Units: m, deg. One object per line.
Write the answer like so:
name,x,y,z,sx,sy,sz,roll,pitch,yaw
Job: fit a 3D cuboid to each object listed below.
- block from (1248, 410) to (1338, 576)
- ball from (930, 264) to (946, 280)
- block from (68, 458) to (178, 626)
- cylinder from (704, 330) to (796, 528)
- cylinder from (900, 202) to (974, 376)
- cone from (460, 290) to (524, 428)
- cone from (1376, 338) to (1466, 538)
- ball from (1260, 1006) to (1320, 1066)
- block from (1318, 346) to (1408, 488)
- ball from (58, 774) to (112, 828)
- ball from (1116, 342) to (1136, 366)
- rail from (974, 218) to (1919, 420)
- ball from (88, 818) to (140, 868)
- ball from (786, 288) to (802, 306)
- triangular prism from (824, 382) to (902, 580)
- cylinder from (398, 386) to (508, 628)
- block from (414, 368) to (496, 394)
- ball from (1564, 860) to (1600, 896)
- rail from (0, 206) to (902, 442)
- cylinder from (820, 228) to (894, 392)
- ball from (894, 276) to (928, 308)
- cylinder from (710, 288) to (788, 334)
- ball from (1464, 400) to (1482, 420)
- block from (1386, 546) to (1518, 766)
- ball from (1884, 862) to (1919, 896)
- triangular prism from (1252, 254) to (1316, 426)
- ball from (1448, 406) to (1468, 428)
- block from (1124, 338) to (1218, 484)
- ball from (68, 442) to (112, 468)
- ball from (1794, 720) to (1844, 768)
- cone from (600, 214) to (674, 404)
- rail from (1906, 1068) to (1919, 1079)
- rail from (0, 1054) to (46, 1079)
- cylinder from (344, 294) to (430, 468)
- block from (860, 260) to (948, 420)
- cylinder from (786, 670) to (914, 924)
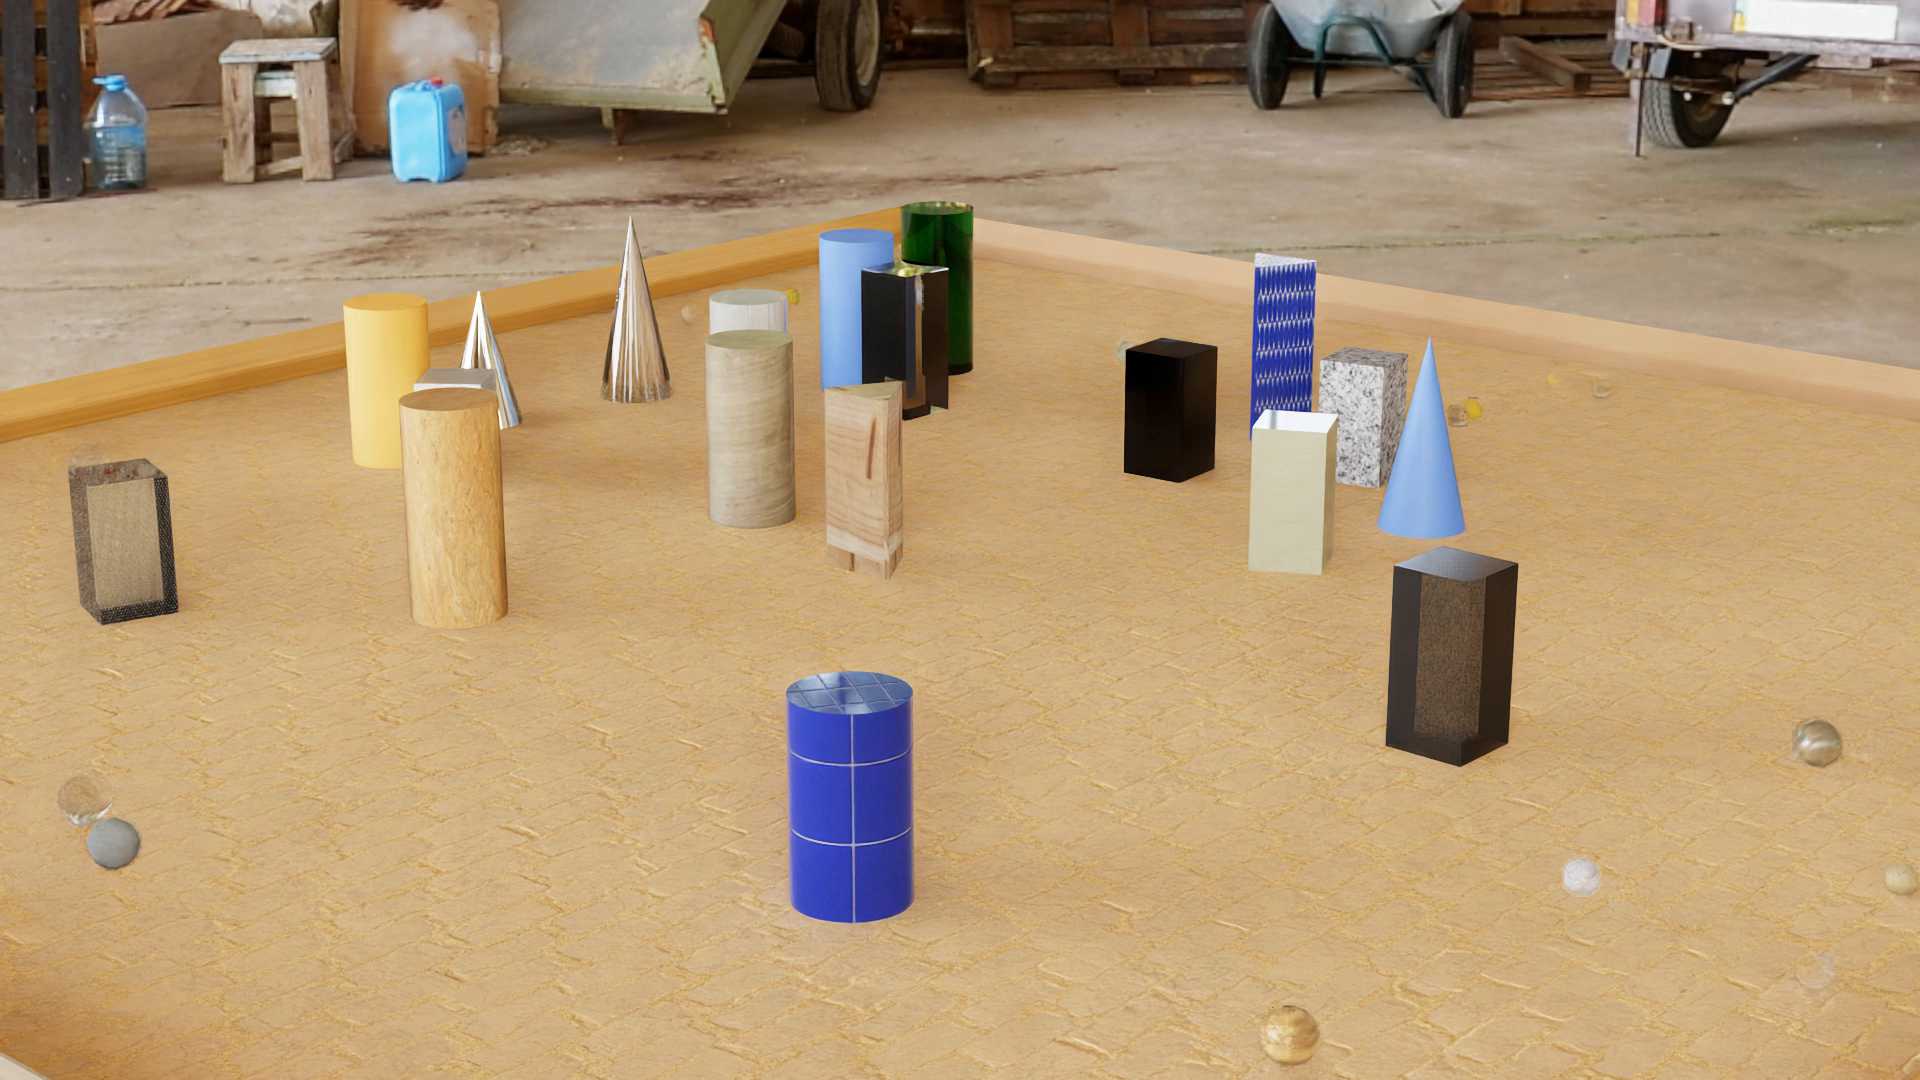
block,0.594,-0.086,5.230,0.131,0.261,0.131,5,18,15
ball,-0.058,-0.695,7.602,0.044,0.044,0.044,0,17,0
block,-1.419,0.002,4.975,0.131,0.242,0.131,-10,20,-30
cylinder,-0.392,-0.209,5.492,0.164,0.343,0.164,0,17,0
cylinder,-0.051,-0.568,6.629,0.164,0.369,0.164,0,17,0
cone,-1.009,-0.390,6.189,0.164,0.283,0.164,0,17,0
cone,0.862,-0.202,5.430,0.164,0.366,0.164,0,17,0
ball,0.382,0.574,3.394,0.069,0.069,0.069,0,17,0
block,0.792,-0.243,5.776,0.131,0.242,0.131,9,19,28
ball,-1.218,0.363,4.079,0.073,0.073,0.073,0,17,0
ball,0.383,-0.427,6.702,0.055,0.055,0.055,0,17,0
rail,1.425,-0.452,6.693,4.242,0.106,0.045,14,22,39
ball,-1.138,0.408,3.941,0.068,0.068,0.068,0,17,0
ball,-0.417,-0.607,7.315,0.042,0.042,0.042,0,17,0
triangular prism,-0.145,-0.112,5.208,0.142,0.325,0.123,14,22,37
cylinder,-0.851,-0.055,4.934,0.164,0.375,0.164,0,17,0
block,-0.987,-0.221,5.761,0.131,0.209,0.131,1,17,4
ball,0.818,0.444,3.858,0.047,0.047,0.047,0,17,0
rail,-1.584,-0.374,6.439,0.045,0.106,4.395,14,22,39
cylinder,-0.226,-0.499,6.445,0.164,0.344,0.164,0,17,0
ball,-0.121,-0.614,7.272,0.082,0.082,0.082,0,17,0
cylinder,-0.445,-0.383,6.193,0.164,0.267,0.164,0,17,0
ball,1.089,-0.276,6.230,0.042,0.042,0.042,0,17,0
block,0.729,0.171,4.349,0.131,0.283,0.131,15,22,40
ball,1.240,0.446,3.859,0.043,0.043,0.043,0,17,0
triangular prism,0.643,-0.405,6.098,0.142,0.366,0.123,-8,19,-23
ball,1.047,-0.258,6.167,0.044,0.044,0.044,0,17,0
block,0.417,-0.258,5.814,0.131,0.251,0.131,12,21,35
ball,-1.706,-0.150,5.749,0.081,0.081,0.081,0,17,0
ball,1.258,0.298,4.298,0.070,0.070,0.070,0,17,0
cone,-0.711,-0.515,6.390,0.164,0.405,0.164,0,17,0
rail,1.584,0.428,3.808,0.045,0.106,4.395,14,22,39
rail,-1.425,0.505,3.553,4.242,0.106,0.045,14,22,39
cylinder,-1.147,-0.321,5.896,0.164,0.322,0.164,0,17,0
block,-0.118,-0.429,6.270,0.131,0.310,0.131,15,22,40
cylinder,-0.142,0.333,3.811,0.164,0.287,0.164,0,17,0
